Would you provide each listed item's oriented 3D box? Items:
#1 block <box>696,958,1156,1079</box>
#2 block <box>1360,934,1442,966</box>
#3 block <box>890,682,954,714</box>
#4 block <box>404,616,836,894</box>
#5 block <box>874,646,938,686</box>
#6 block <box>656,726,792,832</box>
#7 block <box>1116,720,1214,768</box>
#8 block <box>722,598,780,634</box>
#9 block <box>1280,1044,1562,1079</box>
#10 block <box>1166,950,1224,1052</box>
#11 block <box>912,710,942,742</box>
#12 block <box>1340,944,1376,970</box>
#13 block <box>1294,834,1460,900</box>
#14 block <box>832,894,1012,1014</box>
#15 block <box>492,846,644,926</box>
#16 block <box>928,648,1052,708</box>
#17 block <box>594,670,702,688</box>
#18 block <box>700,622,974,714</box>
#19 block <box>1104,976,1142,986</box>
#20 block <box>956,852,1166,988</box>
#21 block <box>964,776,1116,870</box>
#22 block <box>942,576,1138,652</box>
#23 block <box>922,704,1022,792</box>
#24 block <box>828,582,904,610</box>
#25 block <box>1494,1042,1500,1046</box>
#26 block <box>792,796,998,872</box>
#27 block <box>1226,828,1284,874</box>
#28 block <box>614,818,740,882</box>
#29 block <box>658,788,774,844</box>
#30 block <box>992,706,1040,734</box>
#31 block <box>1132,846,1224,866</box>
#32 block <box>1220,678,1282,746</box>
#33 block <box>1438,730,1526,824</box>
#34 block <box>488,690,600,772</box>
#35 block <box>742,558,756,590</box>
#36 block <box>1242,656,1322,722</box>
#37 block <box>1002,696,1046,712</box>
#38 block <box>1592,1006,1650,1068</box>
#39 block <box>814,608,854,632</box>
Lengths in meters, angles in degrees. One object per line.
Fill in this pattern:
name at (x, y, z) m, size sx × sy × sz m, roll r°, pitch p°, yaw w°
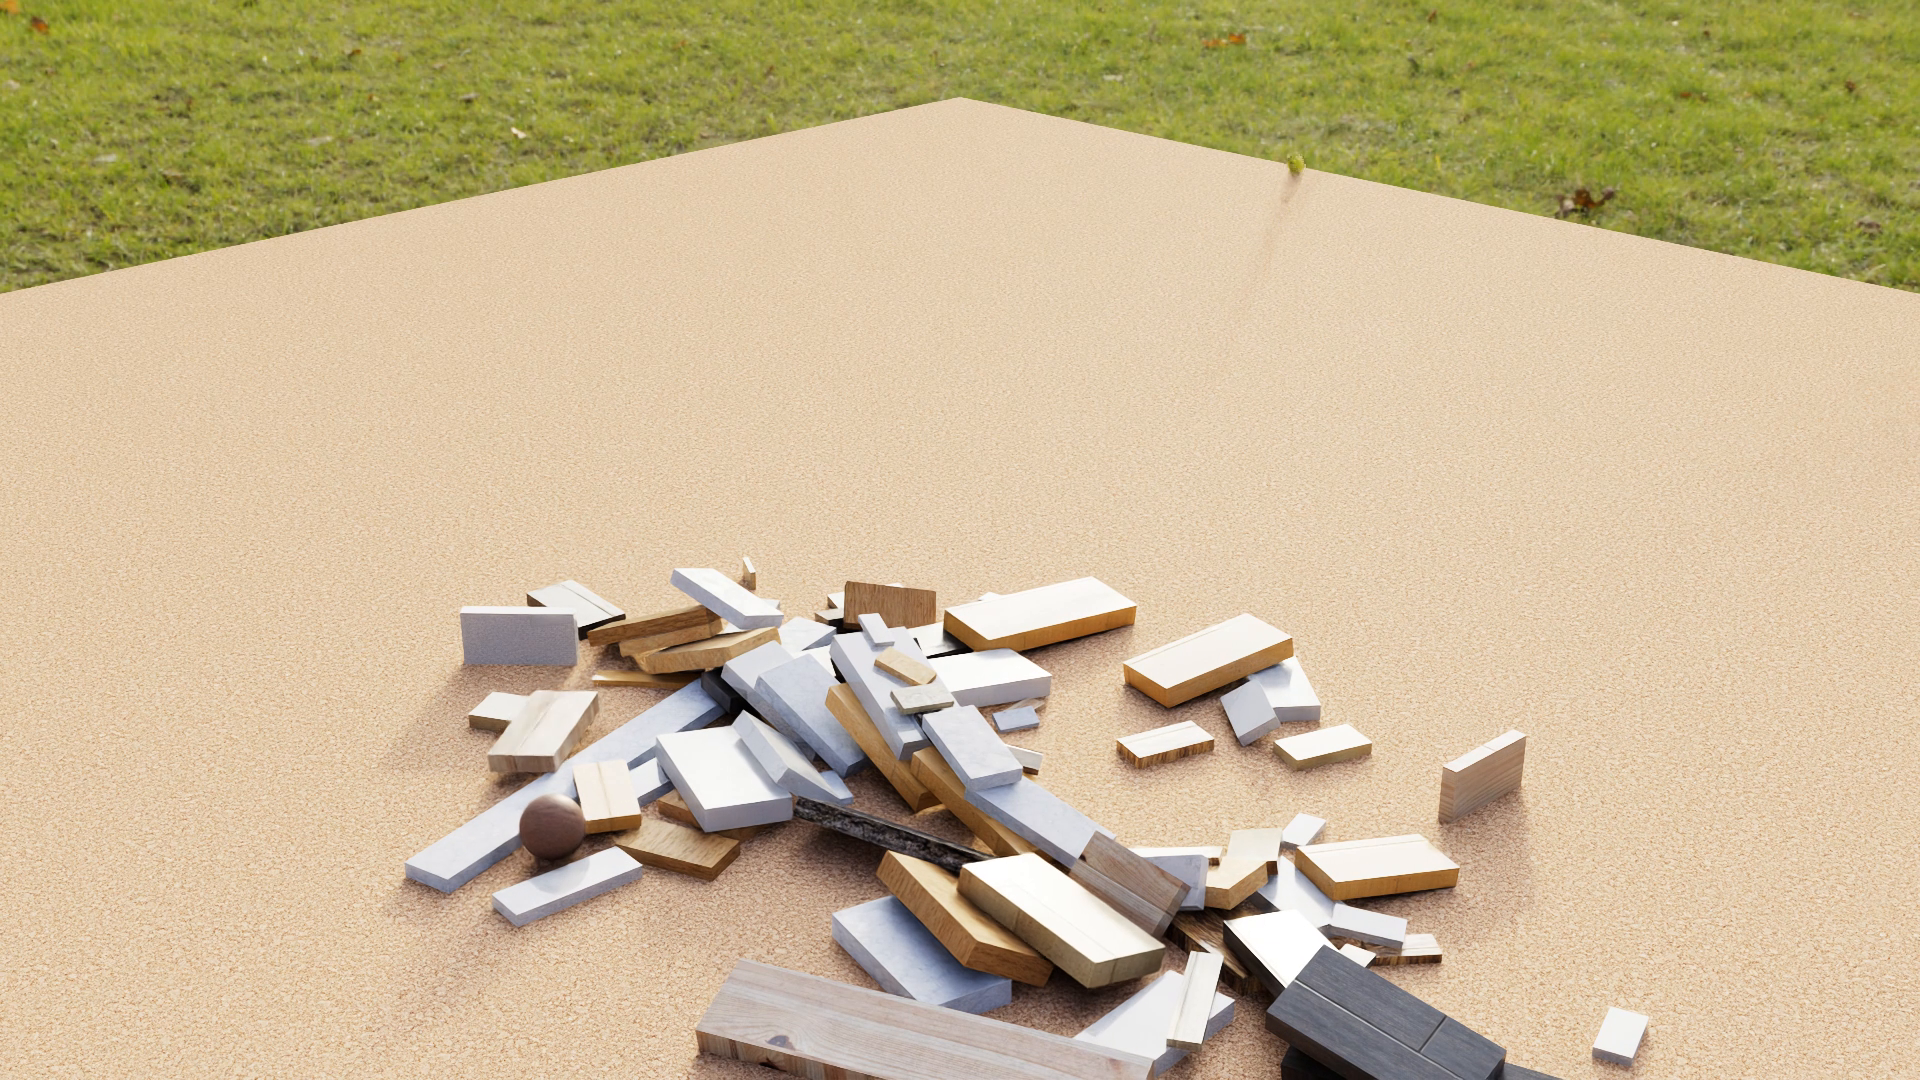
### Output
block at (-0.064, 0.851, 3.643) m, size 0.754 × 0.049 × 0.173 m, roll 9°, pitch 38°, yaw 21°
block at (0.800, 0.743, 3.986) m, size 0.131 × 0.019 × 0.066 m, roll -2°, pitch 23°, yaw -5°
block at (-0.078, 0.326, 4.525) m, size 0.121 × 0.017 × 0.060 m, roll -6°, pitch 40°, yaw -31°
block at (-0.678, 0.427, 4.690) m, size 0.114 × 0.032 × 1.275 m, roll 14°, pitch 28°, yaw 29°
block at (-0.114, 0.271, 4.619) m, size 0.121 × 0.017 × 0.060 m, roll 28°, pitch 35°, yaw 16°
block at (-0.484, 0.482, 4.481) m, size 0.180 × 0.051 × 0.359 m, roll -6°, pitch 21°, yaw -22°
block at (0.439, 0.437, 4.698) m, size 0.187 × 0.027 × 0.094 m, roll -11°, pitch 25°, yaw -25°
block at (-0.506, 0.214, 5.223) m, size 0.090 × 0.026 × 0.307 m, roll 4°, pitch 23°, yaw 8°
block at (0.949, 0.923, 3.484) m, size 0.883 × 0.039 × 0.139 m, roll 12°, pitch 43°, yaw 27°
block at (0.405, 0.790, 3.777) m, size 0.059 × 0.017 × 0.267 m, roll 6°, pitch 24°, yaw 13°
block at (-0.058, 0.368, 4.504) m, size 0.057 × 0.016 × 0.113 m, roll -6°, pitch 40°, yaw -30°
block at (0.682, 0.755, 3.876) m, size 0.059 × 0.017 × 0.117 m, roll 15°, pitch 27°, yaw 32°
block at (0.795, 0.623, 4.197) m, size 0.278 × 0.039 × 0.139 m, roll -2°, pitch 21°, yaw -23°
block at (-0.072, 0.747, 3.937) m, size 0.173 × 0.049 × 0.346 m, roll -13°, pitch 26°, yaw -28°
block at (-0.745, 0.657, 4.179) m, size 0.272 × 0.027 × 0.094 m, roll -18°, pitch 29°, yaw -36°
block at (0.012, 0.315, 4.901) m, size 0.347 × 0.049 × 0.174 m, roll -7°, pitch 22°, yaw -34°
block at (-0.551, 0.323, 4.983) m, size 0.558 × 0.014 × 0.049 m, roll 2°, pitch 23°, yaw 5°
block at (-0.269, 0.284, 4.968) m, size 0.643 × 0.037 × 0.131 m, roll -10°, pitch 29°, yaw -34°
block at (0.255, 0.739, 3.984) m, size 0.098 × 0.028 × 0.195 m, roll -4°, pitch 23°, yaw -10°
block at (0.179, 0.679, 3.952) m, size 0.180 × 0.051 × 0.359 m, roll -2°, pitch 23°, yaw -42°
block at (0.155, 0.540, 4.289) m, size 0.288 × 0.032 × 0.113 m, roll 30°, pitch 38°, yaw 27°
block at (0.192, 0.181, 5.214) m, size 0.446 × 0.049 × 0.174 m, roll -11°, pitch 29°, yaw -35°
block at (0.023, 0.414, 4.391) m, size 0.113 × 0.032 × 0.227 m, roll -10°, pitch 34°, yaw -24°
block at (-0.220, 0.149, 5.376) m, size 0.188 × 0.027 × 0.094 m, roll -9°, pitch 25°, yaw -21°
block at (0.747, 0.832, 3.756) m, size 0.118 × 0.033 × 0.328 m, roll -21°, pitch 31°, yaw -40°
block at (-0.104, 0.580, 4.252) m, size 0.439 × 0.041 × 0.144 m, roll 14°, pitch -5°, yaw 30°
block at (0.568, 0.601, 4.239) m, size 0.098 × 0.028 × 0.195 m, roll -5°, pitch 10°, yaw 12°
block at (-0.552, 0.604, 4.298) m, size 0.218 × 0.031 × 0.109 m, roll 10°, pitch 25°, yaw 22°
block at (-0.490, 0.545, 4.437) m, size 0.218 × 0.031 × 0.109 m, roll 15°, pitch 27°, yaw 31°
block at (0.122, 0.392, 4.796) m, size 0.094 × 0.013 × 0.047 m, roll -10°, pitch 50°, yaw -22°
block at (0.401, 0.600, 4.158) m, size 0.187 × 0.016 × 0.057 m, roll -4°, pitch 12°, yaw 15°
block at (0.632, 0.374, 4.790) m, size 0.094 × 0.027 × 0.187 m, roll -30°, pitch 23°, yaw 7°
block at (1.064, 0.480, 4.478) m, size 0.236 × 0.118 × 0.033 m, roll -19°, pitch 30°, yaw -38°
block at (-0.879, 0.404, 4.663) m, size 0.144 × 0.041 × 0.287 m, roll 0°, pitch 23°, yaw 11°
block at (-0.527, 0.084, 5.502) m, size 0.014 × 0.048 × 0.095 m, roll -7°, pitch 24°, yaw -15°
block at (0.714, 0.330, 4.936) m, size 0.131 × 0.037 × 0.261 m, roll -2°, pitch 23°, yaw -5°
block at (0.141, 0.375, 4.859) m, size 0.047 × 0.013 × 0.095 m, roll 19°, pitch 29°, yaw 37°
block at (1.125, 0.845, 3.745) m, size 0.066 × 0.019 × 0.131 m, roll 12°, pitch 26°, yaw 26°
block at (-0.222, 0.180, 5.261) m, size 0.228 × 0.032 × 0.114 m, roll -9°, pitch 10°, yaw -19°
